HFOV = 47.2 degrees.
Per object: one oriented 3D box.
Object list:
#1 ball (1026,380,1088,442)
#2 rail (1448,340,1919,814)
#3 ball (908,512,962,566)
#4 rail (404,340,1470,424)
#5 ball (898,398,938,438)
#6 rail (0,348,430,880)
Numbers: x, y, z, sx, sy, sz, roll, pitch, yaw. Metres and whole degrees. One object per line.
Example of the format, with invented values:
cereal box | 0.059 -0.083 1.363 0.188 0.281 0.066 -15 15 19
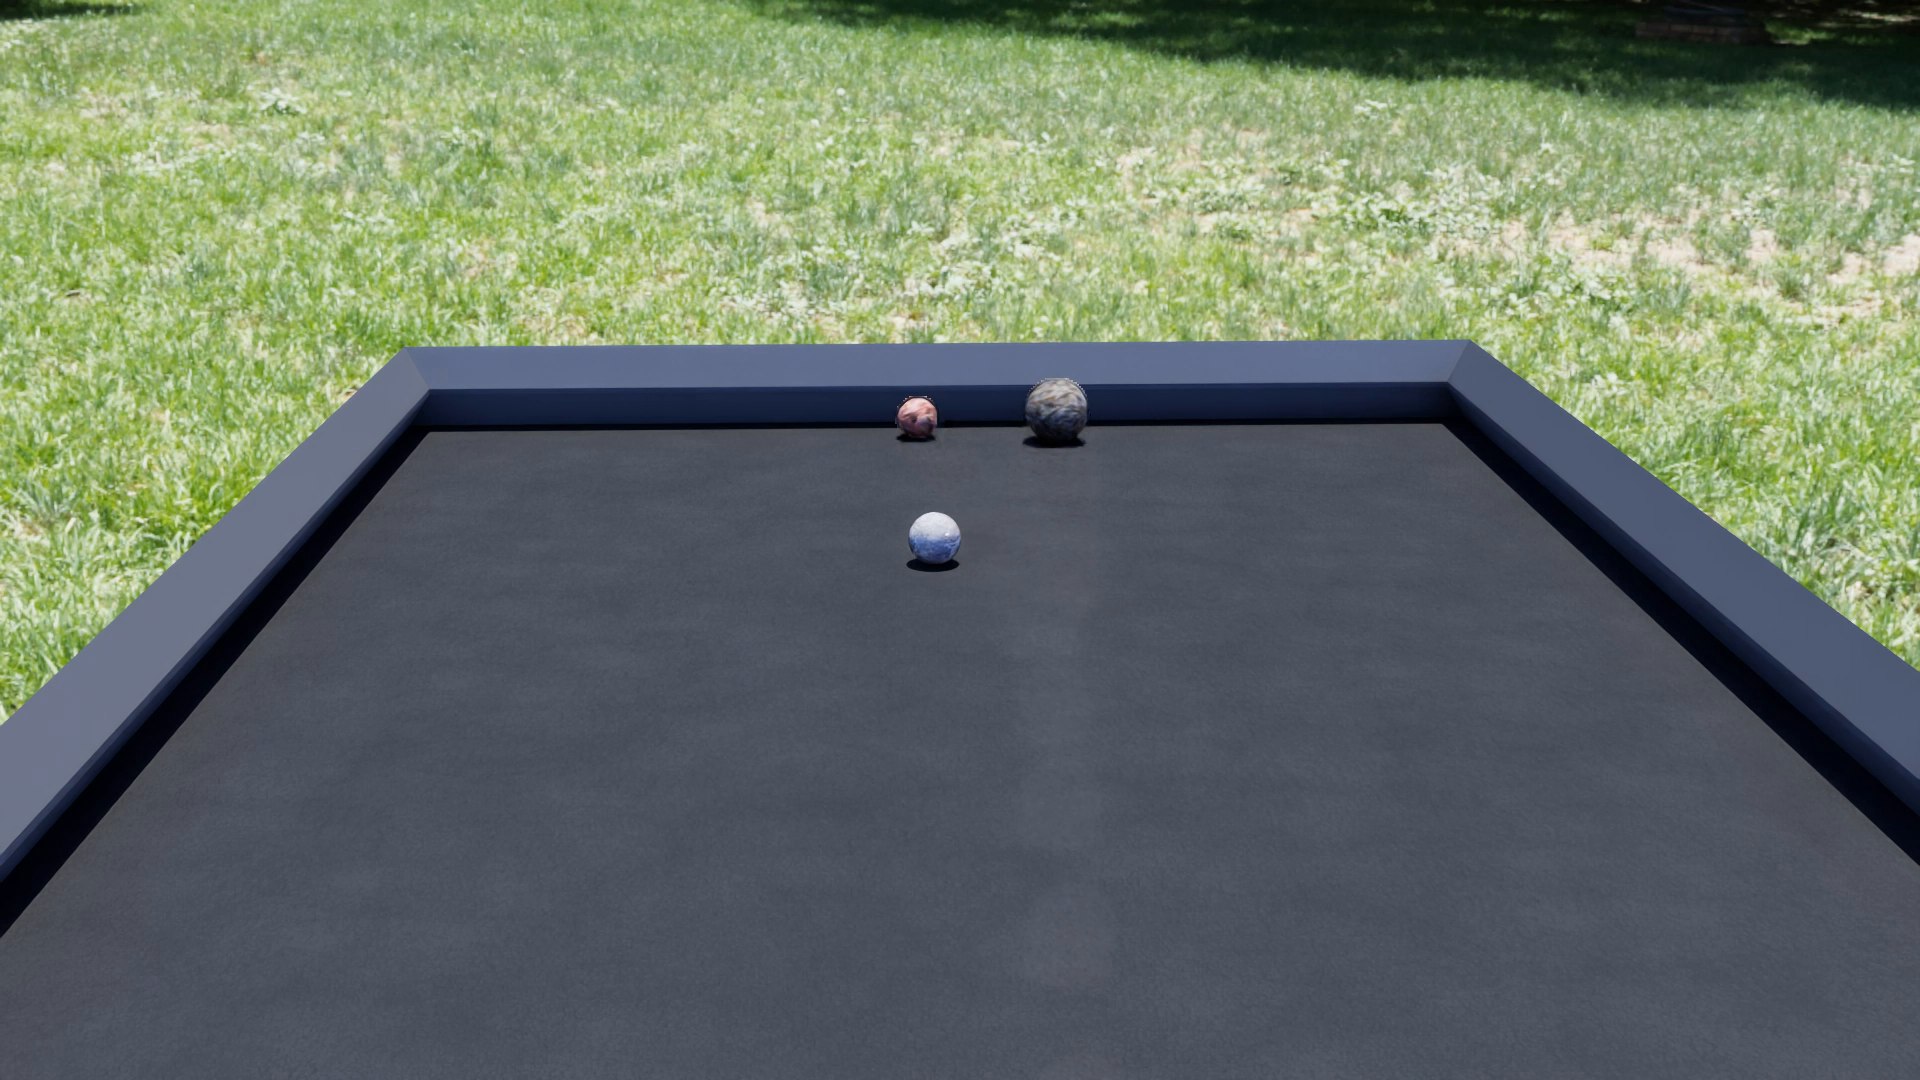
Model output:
ball | 0.147 -0.196 3.348 0.096 0.096 0.096 0 16 0
rail | 0.846 0.198 1.934 0.045 0.124 3.277 -1 16 -2
ball | -0.031 -0.002 2.731 0.066 0.066 0.066 0 16 0
rail | -0.028 -0.243 3.455 1.681 0.124 0.045 -1 16 -2
ball | -0.065 -0.187 3.375 0.062 0.062 0.062 0 16 0
rail | -0.787 0.215 1.878 0.045 0.124 3.277 -1 16 -2
